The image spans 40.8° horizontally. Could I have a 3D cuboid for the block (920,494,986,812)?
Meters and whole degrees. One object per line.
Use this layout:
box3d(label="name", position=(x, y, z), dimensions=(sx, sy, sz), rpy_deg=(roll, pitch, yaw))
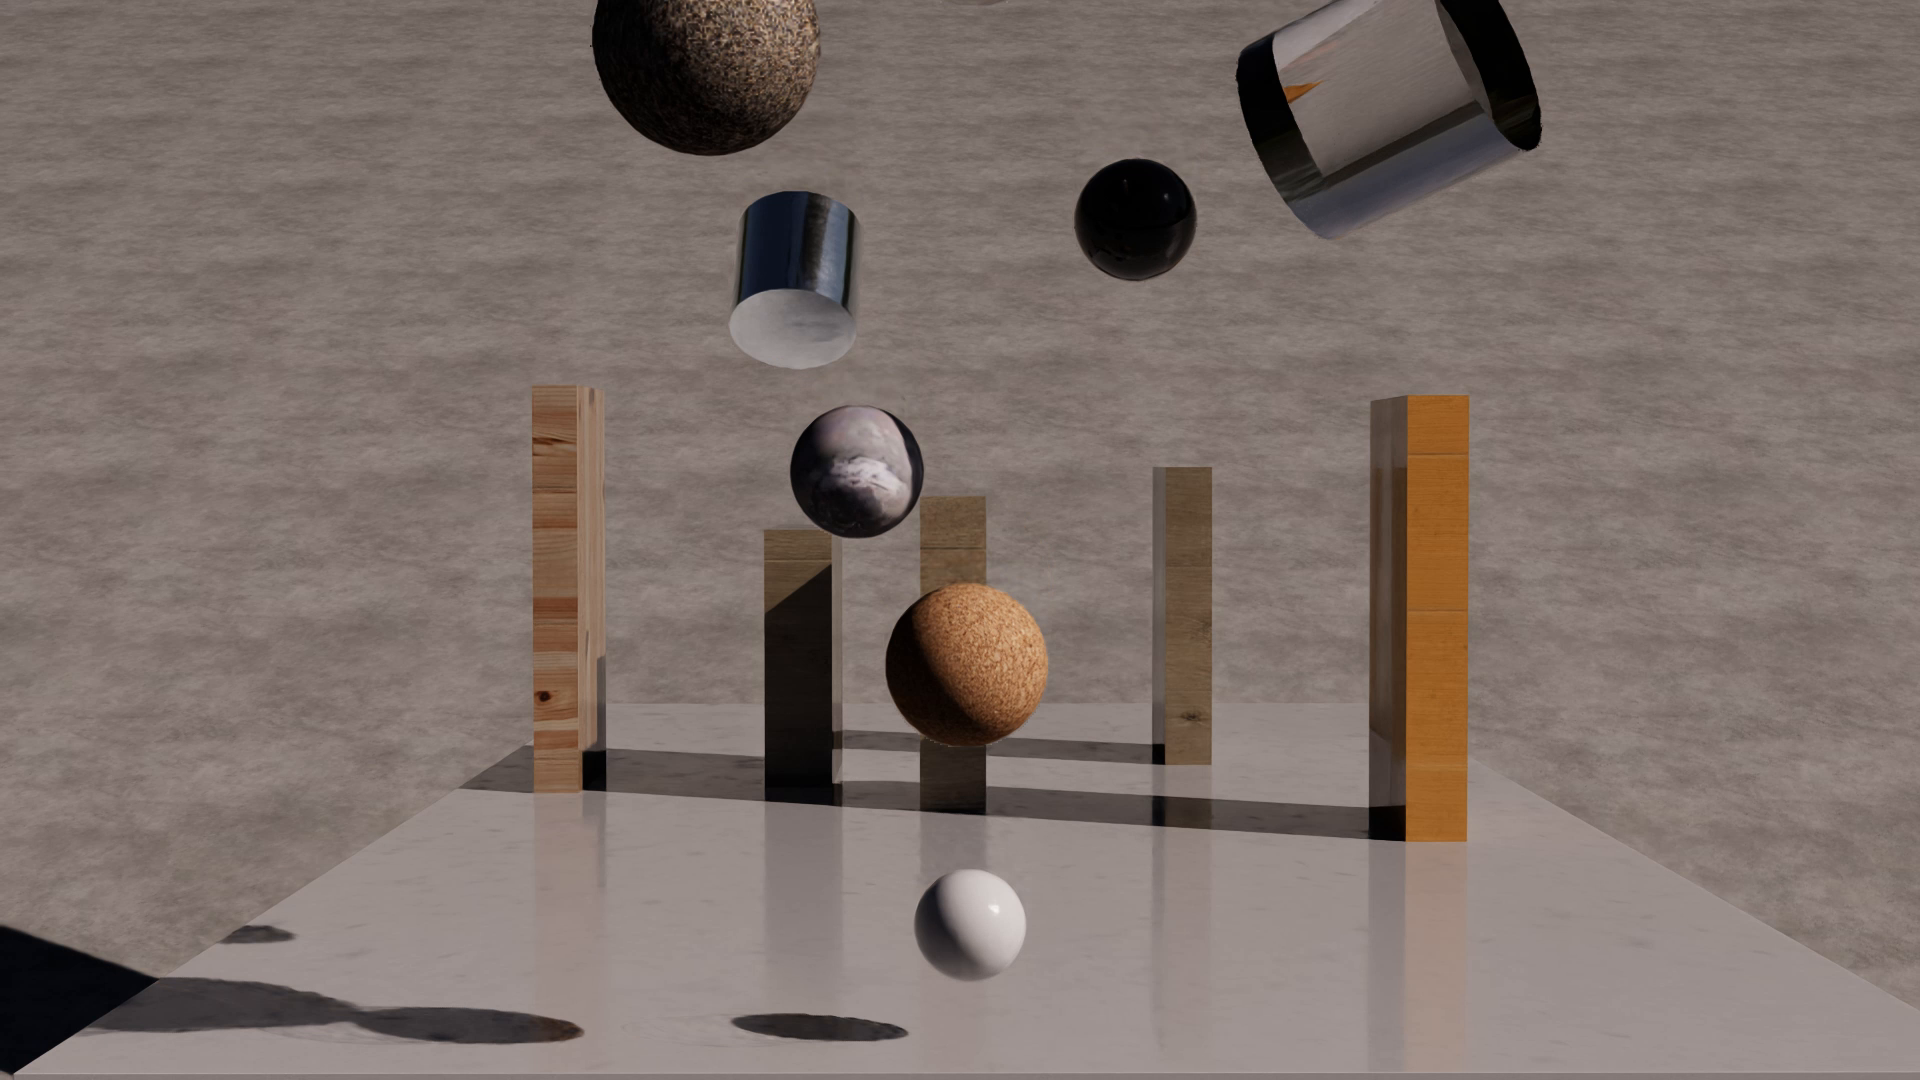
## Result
box3d(label="block", position=(-0.012, 0.195, 4.632), dimensions=(0.116, 0.550, 0.265), rpy_deg=(0, 2, 0))

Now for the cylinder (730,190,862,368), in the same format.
box3d(label="cylinder", position=(-0.168, -0.267, 2.649), dimensions=(0.129, 0.129, 0.129), rpy_deg=(1, 56, 2))

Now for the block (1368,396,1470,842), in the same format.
box3d(label="block", position=(0.764, 0.121, 4.311), dimensions=(0.098, 0.715, 0.371), rpy_deg=(0, 2, 0))

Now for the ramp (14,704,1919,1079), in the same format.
box3d(label="ramp", position=(0.058, 0.522, 4.561), dimensions=(2.000, 0.100, 4.000), rpy_deg=(0, 2, 0))

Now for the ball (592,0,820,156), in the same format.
box3d(label="ball", position=(-0.233, -0.459, 2.374), dimensions=(0.209, 0.209, 0.209), rpy_deg=(0, 25, 0))

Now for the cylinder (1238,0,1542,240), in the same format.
box3d(label="cylinder", position=(0.384, -0.397, 2.305), dimensions=(0.196, 0.196, 0.196), rpy_deg=(-23, 12, 31))

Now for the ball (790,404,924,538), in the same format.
box3d(label="ball", position=(-0.097, -0.065, 2.433), dimensions=(0.126, 0.126, 0.126), rpy_deg=(0, 25, 0))

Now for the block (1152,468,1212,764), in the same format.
box3d(label="block", position=(0.461, 0.149, 5.367), dimensions=(0.094, 0.601, 0.346), rpy_deg=(0, 2, 0))

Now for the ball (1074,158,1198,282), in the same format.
box3d(label="ball", position=(0.189, -0.344, 2.773), dimensions=(0.132, 0.132, 0.132), rpy_deg=(0, 25, 0))

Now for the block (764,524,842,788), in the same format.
box3d(label="block", position=(-0.304, 0.217, 5.056), dimensions=(0.127, 0.484, 0.439), rpy_deg=(0, 2, 0))

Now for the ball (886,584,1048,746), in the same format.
box3d(label="ball", position=(0.006, 0.122, 2.518), dimensions=(0.159, 0.159, 0.159), rpy_deg=(0, 25, 0))

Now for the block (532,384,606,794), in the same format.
box3d(label="block", position=(-0.745, 0.086, 4.930), dimensions=(0.083, 0.752, 0.375), rpy_deg=(0, 2, 0))

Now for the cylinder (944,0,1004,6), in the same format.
box3d(label="cylinder", position=(0.001, -0.641, 2.580), dimensions=(0.197, 0.197, 0.197), rpy_deg=(4, 8, 8))

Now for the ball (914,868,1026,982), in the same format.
box3d(label="ball", position=(0.011, 0.402, 2.688), dimensions=(0.117, 0.117, 0.117), rpy_deg=(0, 25, 0))
